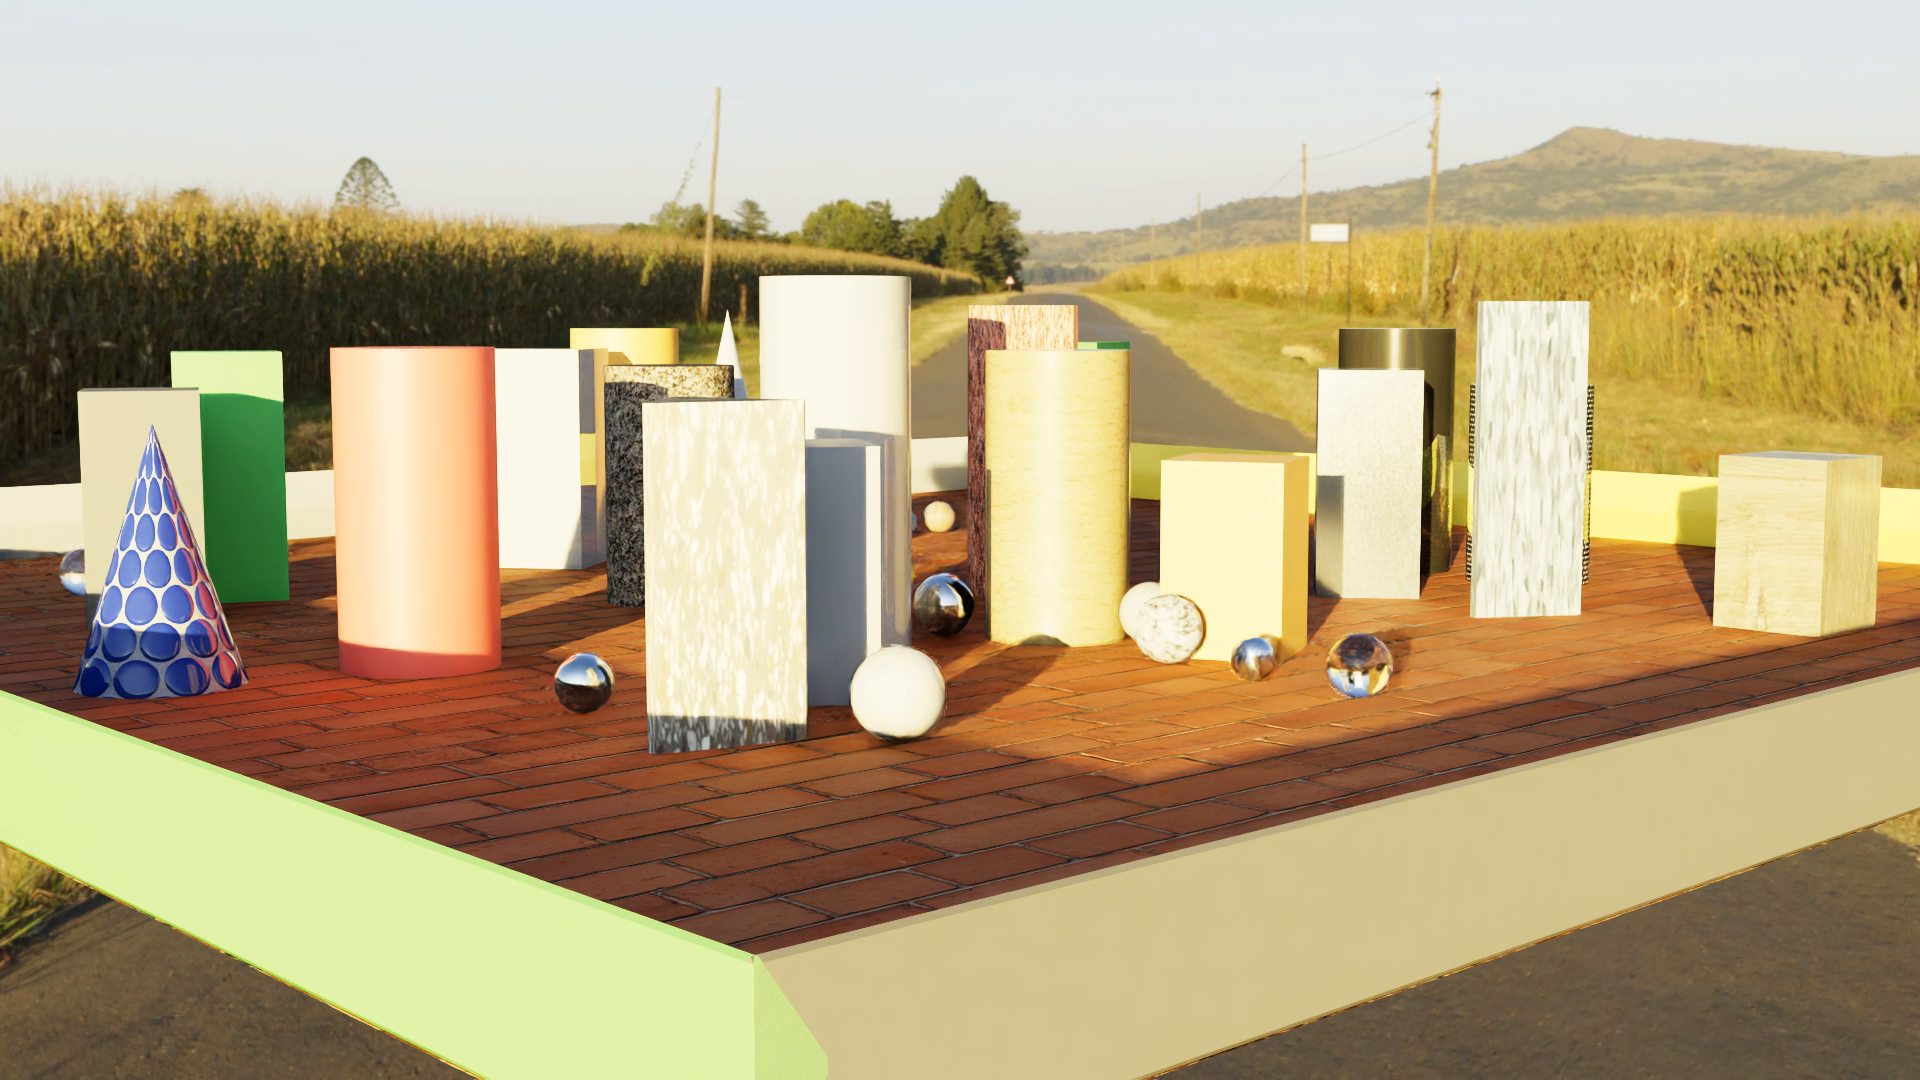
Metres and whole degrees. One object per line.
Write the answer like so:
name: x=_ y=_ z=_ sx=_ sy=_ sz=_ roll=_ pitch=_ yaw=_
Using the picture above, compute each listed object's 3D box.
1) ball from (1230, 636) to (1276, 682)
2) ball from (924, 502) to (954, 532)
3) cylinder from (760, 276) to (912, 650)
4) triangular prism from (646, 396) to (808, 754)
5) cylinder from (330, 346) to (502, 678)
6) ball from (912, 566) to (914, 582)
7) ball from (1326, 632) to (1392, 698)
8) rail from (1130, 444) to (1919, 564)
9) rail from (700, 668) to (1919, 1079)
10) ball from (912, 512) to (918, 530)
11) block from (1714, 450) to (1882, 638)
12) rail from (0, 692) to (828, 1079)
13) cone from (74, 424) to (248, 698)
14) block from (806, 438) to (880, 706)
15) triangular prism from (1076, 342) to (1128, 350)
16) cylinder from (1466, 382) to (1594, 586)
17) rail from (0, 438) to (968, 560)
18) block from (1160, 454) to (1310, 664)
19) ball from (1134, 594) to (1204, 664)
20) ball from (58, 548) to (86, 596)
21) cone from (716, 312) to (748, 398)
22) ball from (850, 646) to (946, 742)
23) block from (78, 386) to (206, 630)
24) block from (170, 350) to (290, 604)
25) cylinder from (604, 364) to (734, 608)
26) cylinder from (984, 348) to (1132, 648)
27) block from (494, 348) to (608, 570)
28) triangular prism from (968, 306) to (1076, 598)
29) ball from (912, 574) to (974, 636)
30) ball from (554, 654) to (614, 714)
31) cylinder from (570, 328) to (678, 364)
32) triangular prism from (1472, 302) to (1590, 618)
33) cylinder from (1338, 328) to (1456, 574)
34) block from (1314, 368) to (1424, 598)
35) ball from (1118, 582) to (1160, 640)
ball: x=0.353 y=0.143 z=2.652 sx=0.054 sy=0.054 sz=0.054 roll=0 pitch=6 yaw=0
ball: x=-0.043 y=-0.046 z=4.420 sx=0.064 sy=0.064 sz=0.064 roll=0 pitch=6 yaw=0
cylinder: x=-0.163 y=-0.101 z=2.900 sx=0.198 sy=0.488 sz=0.198 roll=0 pitch=6 yaw=0
triangular prism: x=-0.269 y=0.029 z=2.303 sx=0.172 sy=0.353 sz=0.149 roll=-3 pitch=7 yaw=-27
cylinder: x=-0.678 y=-0.040 z=2.748 sx=0.198 sy=0.399 sz=0.198 roll=0 pitch=6 yaw=0
ball: x=-0.111 y=0.053 z=3.389 sx=0.081 sy=0.081 sz=0.081 roll=0 pitch=6 yaw=0
ball: x=0.461 y=0.144 z=2.537 sx=0.075 sy=0.075 sz=0.075 roll=0 pitch=6 yaw=0
rail: x=1.166 y=-0.078 z=4.402 sx=0.045 sy=0.129 sz=3.194 roll=-5 pitch=8 yaw=-42
rail: x=1.067 y=0.153 z=2.182 sx=3.221 sy=0.129 sz=0.045 roll=-5 pitch=8 yaw=-42
ball: x=-0.108 y=-0.039 z=4.446 sx=0.044 sy=0.044 sz=0.044 roll=0 pitch=6 yaw=0
block: x=1.181 y=0.002 z=3.103 sx=0.159 sy=0.242 sz=0.159 roll=-5 pitch=8 yaw=-41
rail: x=-1.166 y=0.145 z=2.262 sx=0.045 sy=0.129 sz=3.194 roll=-5 pitch=8 yaw=-42
cone: x=-0.954 y=0.017 z=2.613 sx=0.198 sy=0.313 sz=0.198 roll=0 pitch=6 yaw=0
block: x=-0.184 y=0.034 z=2.545 sx=0.159 sy=0.293 sz=0.159 roll=-1 pitch=6 yaw=-11
triangular prism: x=0.269 y=-0.195 z=4.302 sx=0.149 sy=0.384 sz=0.172 roll=-4 pitch=7 yaw=-33
cylinder: x=0.939 y=-0.095 z=3.625 sx=0.198 sy=0.326 sz=0.198 roll=0 pitch=6 yaw=0
rail: x=-1.067 y=-0.086 z=4.482 sx=3.221 sy=0.129 sz=0.045 roll=-5 pitch=8 yaw=-42
block: x=0.360 y=0.020 z=2.872 sx=0.159 sy=0.254 sz=0.159 roll=2 pitch=6 yaw=20
ball: x=0.264 y=0.112 z=2.785 sx=0.088 sy=0.088 sz=0.088 roll=0 pitch=6 yaw=0
ball: x=-1.368 y=0.050 z=3.439 sx=0.076 sy=0.076 sz=0.076 roll=0 pitch=6 yaw=0
cone: x=-0.390 y=-0.165 z=3.717 sx=0.198 sy=0.446 sz=0.198 roll=0 pitch=6 yaw=0
ball: x=-0.064 y=0.159 z=2.277 sx=0.099 sy=0.099 sz=0.099 roll=0 pitch=6 yaw=0
block: x=-1.170 y=-0.050 z=3.157 sx=0.159 sy=0.333 sz=0.159 roll=-2 pitch=6 yaw=-19
block: x=-1.136 y=-0.102 z=3.422 sx=0.159 sy=0.382 sz=0.159 roll=-2 pitch=6 yaw=-20
cylinder: x=-0.444 y=-0.087 z=3.376 sx=0.198 sy=0.362 sz=0.198 roll=0 pitch=6 yaw=0
cylinder: x=0.133 y=-0.063 z=3.000 sx=0.198 sy=0.392 sz=0.198 roll=0 pitch=6 yaw=0
block: x=-0.718 y=-0.147 z=3.872 sx=0.159 sy=0.379 sz=0.159 roll=1 pitch=6 yaw=10
triangular prism: x=0.115 y=-0.141 z=3.460 sx=0.172 sy=0.452 sz=0.149 roll=2 pitch=6 yaw=16
ball: x=-0.023 y=0.089 z=3.020 sx=0.085 sy=0.085 sz=0.085 roll=0 pitch=6 yaw=0
ball: x=-0.417 y=0.159 z=2.441 sx=0.066 sy=0.066 sz=0.066 roll=0 pitch=6 yaw=0
cylinder: x=-0.622 y=-0.187 z=4.096 sx=0.198 sy=0.412 sz=0.198 roll=0 pitch=6 yaw=0
triangular prism: x=0.815 y=-0.124 z=3.267 sx=0.172 sy=0.458 sz=0.149 roll=-1 pitch=6 yaw=-12
cylinder: x=0.751 y=-0.157 z=3.797 sx=0.198 sy=0.414 sz=0.198 roll=0 pitch=6 yaw=0
block: x=0.644 y=-0.093 z=3.480 sx=0.159 sy=0.353 sz=0.159 roll=1 pitch=6 yaw=8
ball: x=0.255 y=0.098 z=2.945 sx=0.083 sy=0.083 sz=0.083 roll=0 pitch=6 yaw=0
